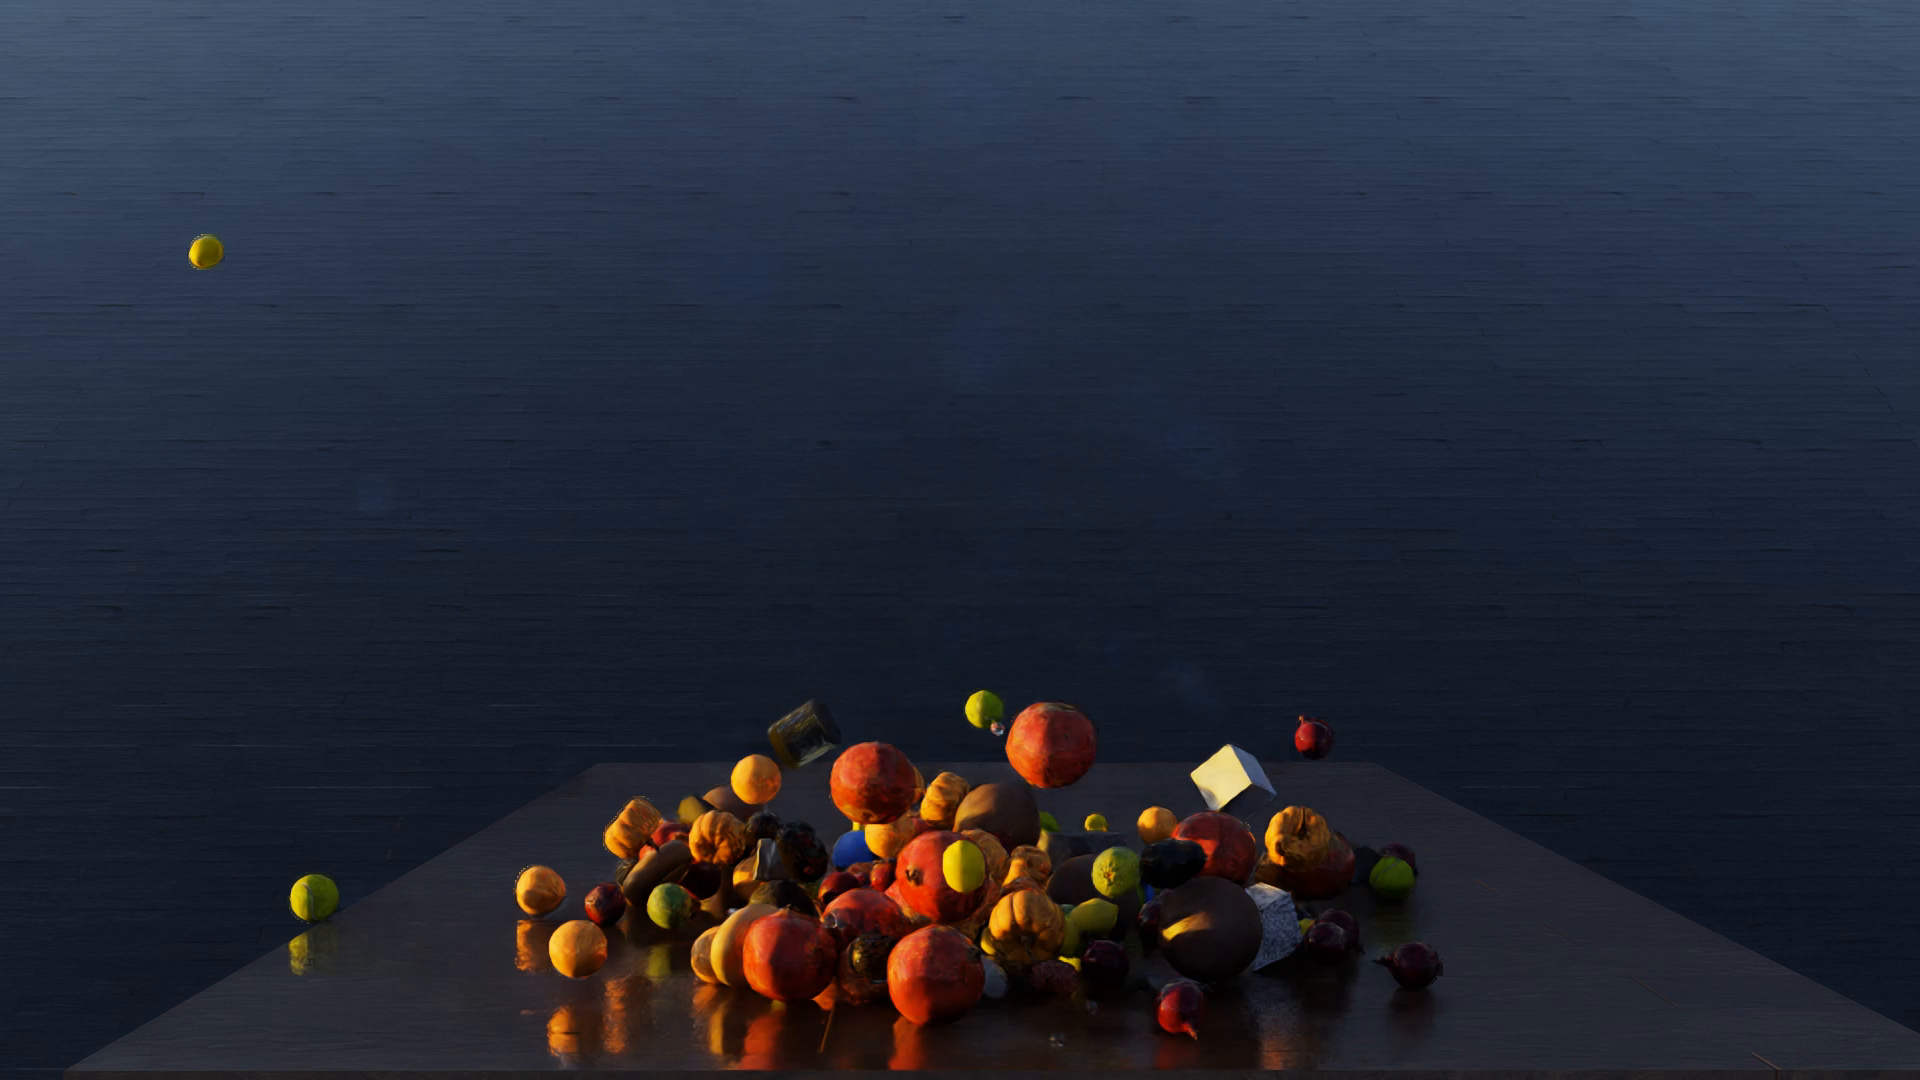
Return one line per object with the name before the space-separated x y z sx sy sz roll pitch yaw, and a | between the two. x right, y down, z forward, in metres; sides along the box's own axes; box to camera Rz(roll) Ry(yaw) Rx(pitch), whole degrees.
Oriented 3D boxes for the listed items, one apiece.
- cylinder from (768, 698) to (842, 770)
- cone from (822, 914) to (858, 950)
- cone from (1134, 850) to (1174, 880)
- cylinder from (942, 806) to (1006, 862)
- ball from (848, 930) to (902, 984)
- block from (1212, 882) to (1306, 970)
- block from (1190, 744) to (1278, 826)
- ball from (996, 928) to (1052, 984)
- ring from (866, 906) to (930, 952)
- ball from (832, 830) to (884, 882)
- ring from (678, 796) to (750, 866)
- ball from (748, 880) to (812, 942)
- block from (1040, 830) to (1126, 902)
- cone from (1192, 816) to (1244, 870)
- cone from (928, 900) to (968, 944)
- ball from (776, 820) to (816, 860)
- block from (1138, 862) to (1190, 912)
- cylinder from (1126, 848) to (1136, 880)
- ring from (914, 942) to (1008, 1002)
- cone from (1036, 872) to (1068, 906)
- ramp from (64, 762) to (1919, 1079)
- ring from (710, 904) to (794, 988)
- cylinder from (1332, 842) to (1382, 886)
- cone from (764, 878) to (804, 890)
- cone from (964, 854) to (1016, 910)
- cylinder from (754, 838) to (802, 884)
cylinder | -0.231 0.290 3.853 0.078 0.078 0.078 -33 29 13
cone | -0.147 0.543 3.498 0.054 0.054 0.054 31 42 30
cone | 0.306 0.543 4.129 0.072 0.072 0.072 4 27 7
cylinder | 0.025 0.516 4.543 0.090 0.090 0.090 10 3 16
ball | -0.100 0.490 3.040 0.062 0.062 0.062 0 31 0
block | 0.388 0.500 3.360 0.077 0.077 0.077 -20 11 -21
block | 0.424 0.379 4.013 0.080 0.080 0.080 28 27 -49
ball | 0.079 0.519 3.232 0.069 0.069 0.069 0 31 0
ring | -0.083 0.523 3.475 0.089 0.089 0.030 -5 49 -8
ball | -0.167 0.517 4.236 0.085 0.085 0.085 0 31 0
ring | -0.395 0.468 4.162 0.141 0.141 0.047 29 69 39
ball | -0.247 0.511 3.547 0.090 0.090 0.090 0 31 0
block | 0.190 0.505 4.020 0.100 0.100 0.100 1 -3 -25
cone | 0.429 0.497 4.375 0.087 0.087 0.087 -2 39 -4
cone | -0.020 0.508 3.511 0.060 0.060 0.060 0 40 0
ball | -0.286 0.527 4.537 0.070 0.070 0.070 0 31 0
block | 0.308 0.525 3.918 0.066 0.066 0.066 0 0 -9
cylinder | 0.248 0.523 4.147 0.057 0.057 0.057 3 71 -9
ring | 0.000 0.513 3.070 0.121 0.121 0.040 13 66 21
cone | 0.127 0.533 3.921 0.054 0.054 0.054 19 16 29
ramp | 0.069 0.612 4.685 2.000 0.100 4.000 0 0 0
ring | -0.255 0.498 3.178 0.114 0.114 0.038 -20 36 -30
cylinder | 0.646 0.528 4.211 0.063 0.063 0.063 -7 1 -12
cone | -0.248 0.540 3.891 0.073 0.073 0.073 -23 40 -33
cone | 0.064 0.538 3.932 0.088 0.088 0.088 -14 32 -21
cylinder | -0.264 0.467 3.759 0.062 0.062 0.062 8 30 -9
